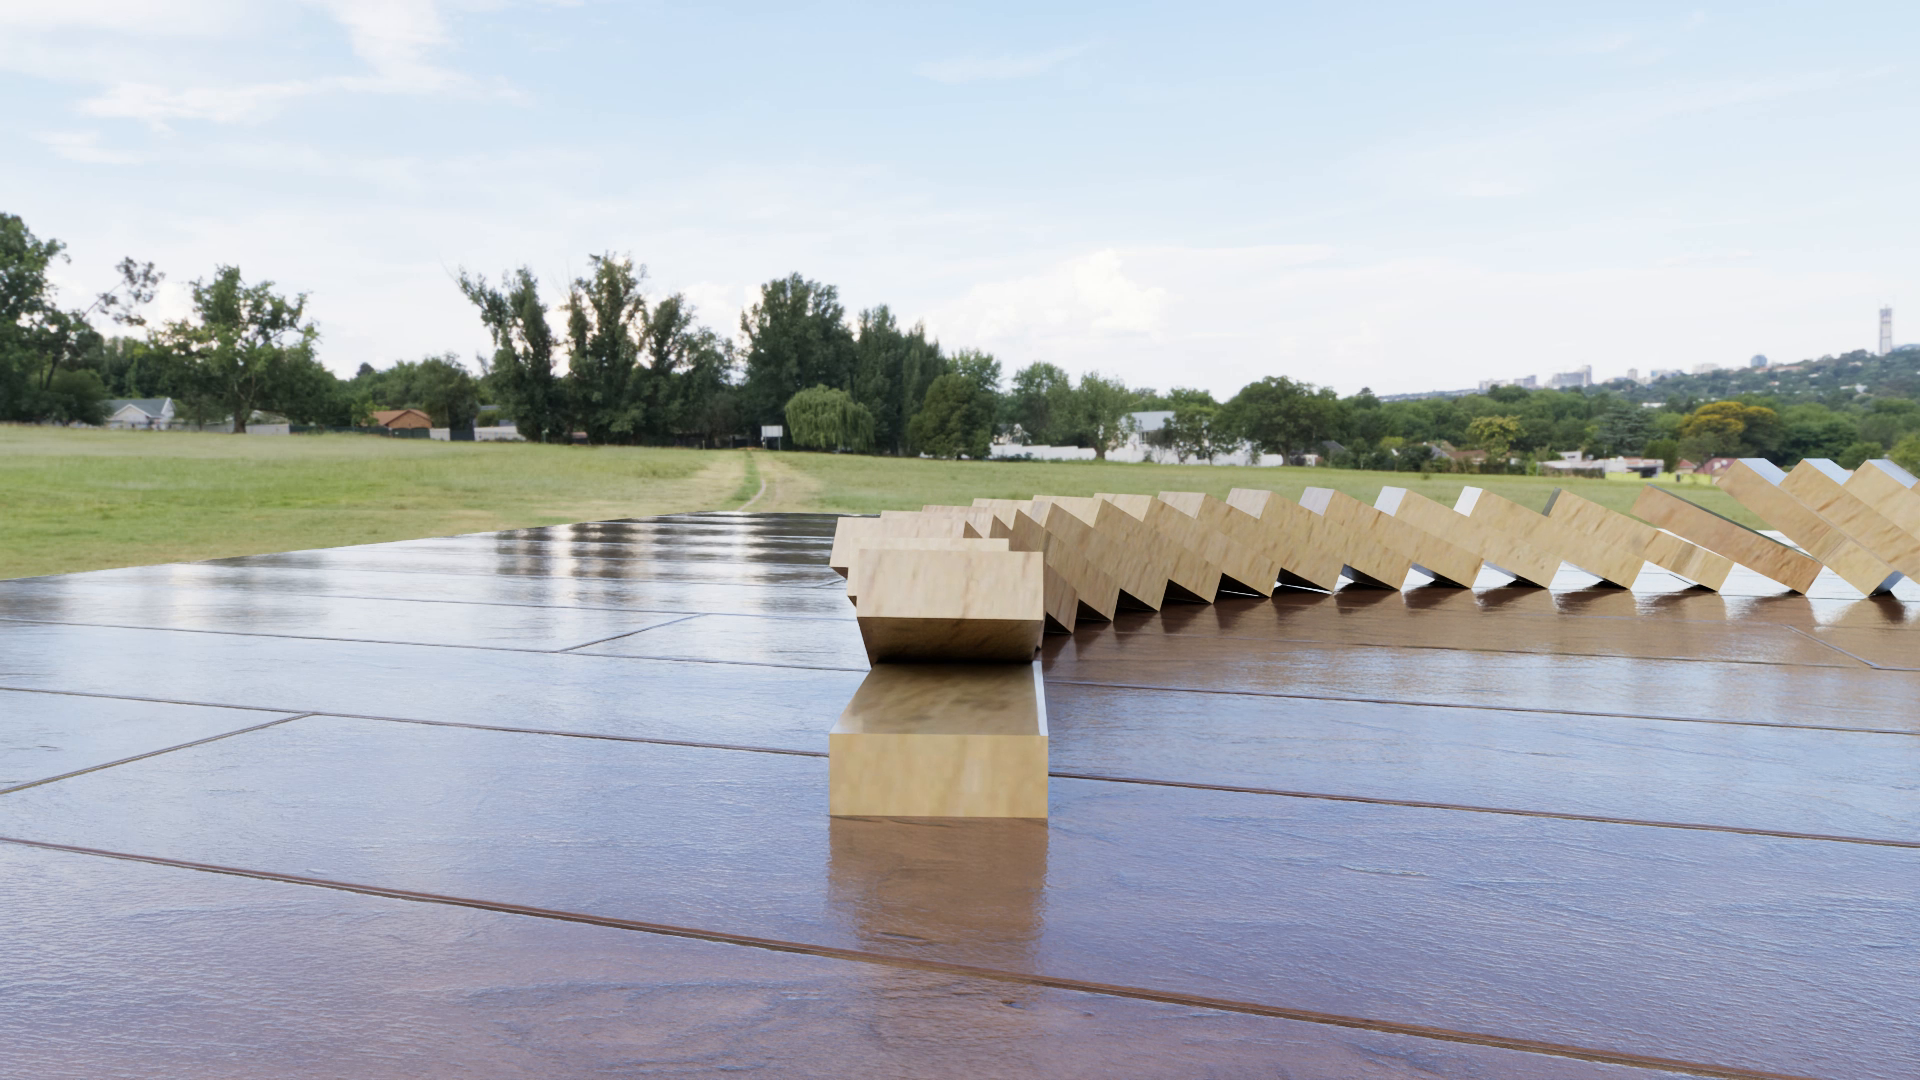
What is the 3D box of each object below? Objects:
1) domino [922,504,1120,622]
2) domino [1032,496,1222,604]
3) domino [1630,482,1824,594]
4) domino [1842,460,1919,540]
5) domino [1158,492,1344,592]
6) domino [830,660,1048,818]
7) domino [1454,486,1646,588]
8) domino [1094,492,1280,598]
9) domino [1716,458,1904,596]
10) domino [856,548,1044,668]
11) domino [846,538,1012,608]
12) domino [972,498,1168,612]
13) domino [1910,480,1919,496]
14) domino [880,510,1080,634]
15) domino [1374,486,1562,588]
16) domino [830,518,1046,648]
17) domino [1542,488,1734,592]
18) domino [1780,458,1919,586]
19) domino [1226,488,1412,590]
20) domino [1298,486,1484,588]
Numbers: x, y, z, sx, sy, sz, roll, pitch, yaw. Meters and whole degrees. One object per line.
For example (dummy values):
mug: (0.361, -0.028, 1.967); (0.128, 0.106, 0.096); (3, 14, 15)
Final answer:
domino: (0.014, 0.006, 0.297); (0.025, 0.010, 0.050); (3, -19, 36)
domino: (0.043, 0.003, 0.337); (0.050, 0.010, 0.025); (27, -14, -37)
domino: (0.227, -0.001, 0.382); (0.050, 0.010, 0.025); (31, 18, 24)
domino: (0.274, -0.003, 0.356); (0.025, 0.010, 0.050); (-4, 43, -42)
domino: (0.082, 0.000, 0.369); (0.050, 0.009, 0.025); (24, -5, -20)
domino: (-0.001, 0.025, 0.171); (0.025, 0.009, 0.050); (0, 4, 3)
domino: (0.178, -0.001, 0.390); (0.050, 0.010, 0.025); (25, 8, 7)
domino: (0.062, 0.001, 0.354); (0.050, 0.010, 0.025); (25, -9, -29)
domino: (0.251, -0.005, 0.377); (0.025, 0.010, 0.050); (-4, 43, -42)
domino: (-0.001, 0.014, 0.197); (0.025, 0.009, 0.050); (1, -18, 0)
domino: (-0.002, 0.012, 0.223); (0.025, 0.010, 0.050); (1, -18, 7)
domino: (0.027, 0.004, 0.319); (0.025, 0.009, 0.050); (4, -18, 45)
domino: (0.284, -0.002, 0.343); (0.025, 0.009, 0.050); (-4, 43, -42)
domino: (0.005, 0.008, 0.274); (0.025, 0.010, 0.050); (2, -19, 27)
domino: (0.153, -0.001, 0.390); (0.050, 0.009, 0.025); (25, 5, 1)
domino: (-0.003, 0.009, 0.250); (0.025, 0.009, 0.050); (1, -20, 22)
domino: (0.203, -0.001, 0.388); (0.050, 0.010, 0.025); (27, 13, 17)
domino: (0.264, -0.004, 0.368); (0.025, 0.009, 0.050); (-3, 43, -42)
domino: (0.105, 0.000, 0.379); (0.050, 0.009, 0.025); (24, -2, -14)
domino: (0.129, -0.001, 0.387); (0.050, 0.009, 0.025); (24, 2, -5)
